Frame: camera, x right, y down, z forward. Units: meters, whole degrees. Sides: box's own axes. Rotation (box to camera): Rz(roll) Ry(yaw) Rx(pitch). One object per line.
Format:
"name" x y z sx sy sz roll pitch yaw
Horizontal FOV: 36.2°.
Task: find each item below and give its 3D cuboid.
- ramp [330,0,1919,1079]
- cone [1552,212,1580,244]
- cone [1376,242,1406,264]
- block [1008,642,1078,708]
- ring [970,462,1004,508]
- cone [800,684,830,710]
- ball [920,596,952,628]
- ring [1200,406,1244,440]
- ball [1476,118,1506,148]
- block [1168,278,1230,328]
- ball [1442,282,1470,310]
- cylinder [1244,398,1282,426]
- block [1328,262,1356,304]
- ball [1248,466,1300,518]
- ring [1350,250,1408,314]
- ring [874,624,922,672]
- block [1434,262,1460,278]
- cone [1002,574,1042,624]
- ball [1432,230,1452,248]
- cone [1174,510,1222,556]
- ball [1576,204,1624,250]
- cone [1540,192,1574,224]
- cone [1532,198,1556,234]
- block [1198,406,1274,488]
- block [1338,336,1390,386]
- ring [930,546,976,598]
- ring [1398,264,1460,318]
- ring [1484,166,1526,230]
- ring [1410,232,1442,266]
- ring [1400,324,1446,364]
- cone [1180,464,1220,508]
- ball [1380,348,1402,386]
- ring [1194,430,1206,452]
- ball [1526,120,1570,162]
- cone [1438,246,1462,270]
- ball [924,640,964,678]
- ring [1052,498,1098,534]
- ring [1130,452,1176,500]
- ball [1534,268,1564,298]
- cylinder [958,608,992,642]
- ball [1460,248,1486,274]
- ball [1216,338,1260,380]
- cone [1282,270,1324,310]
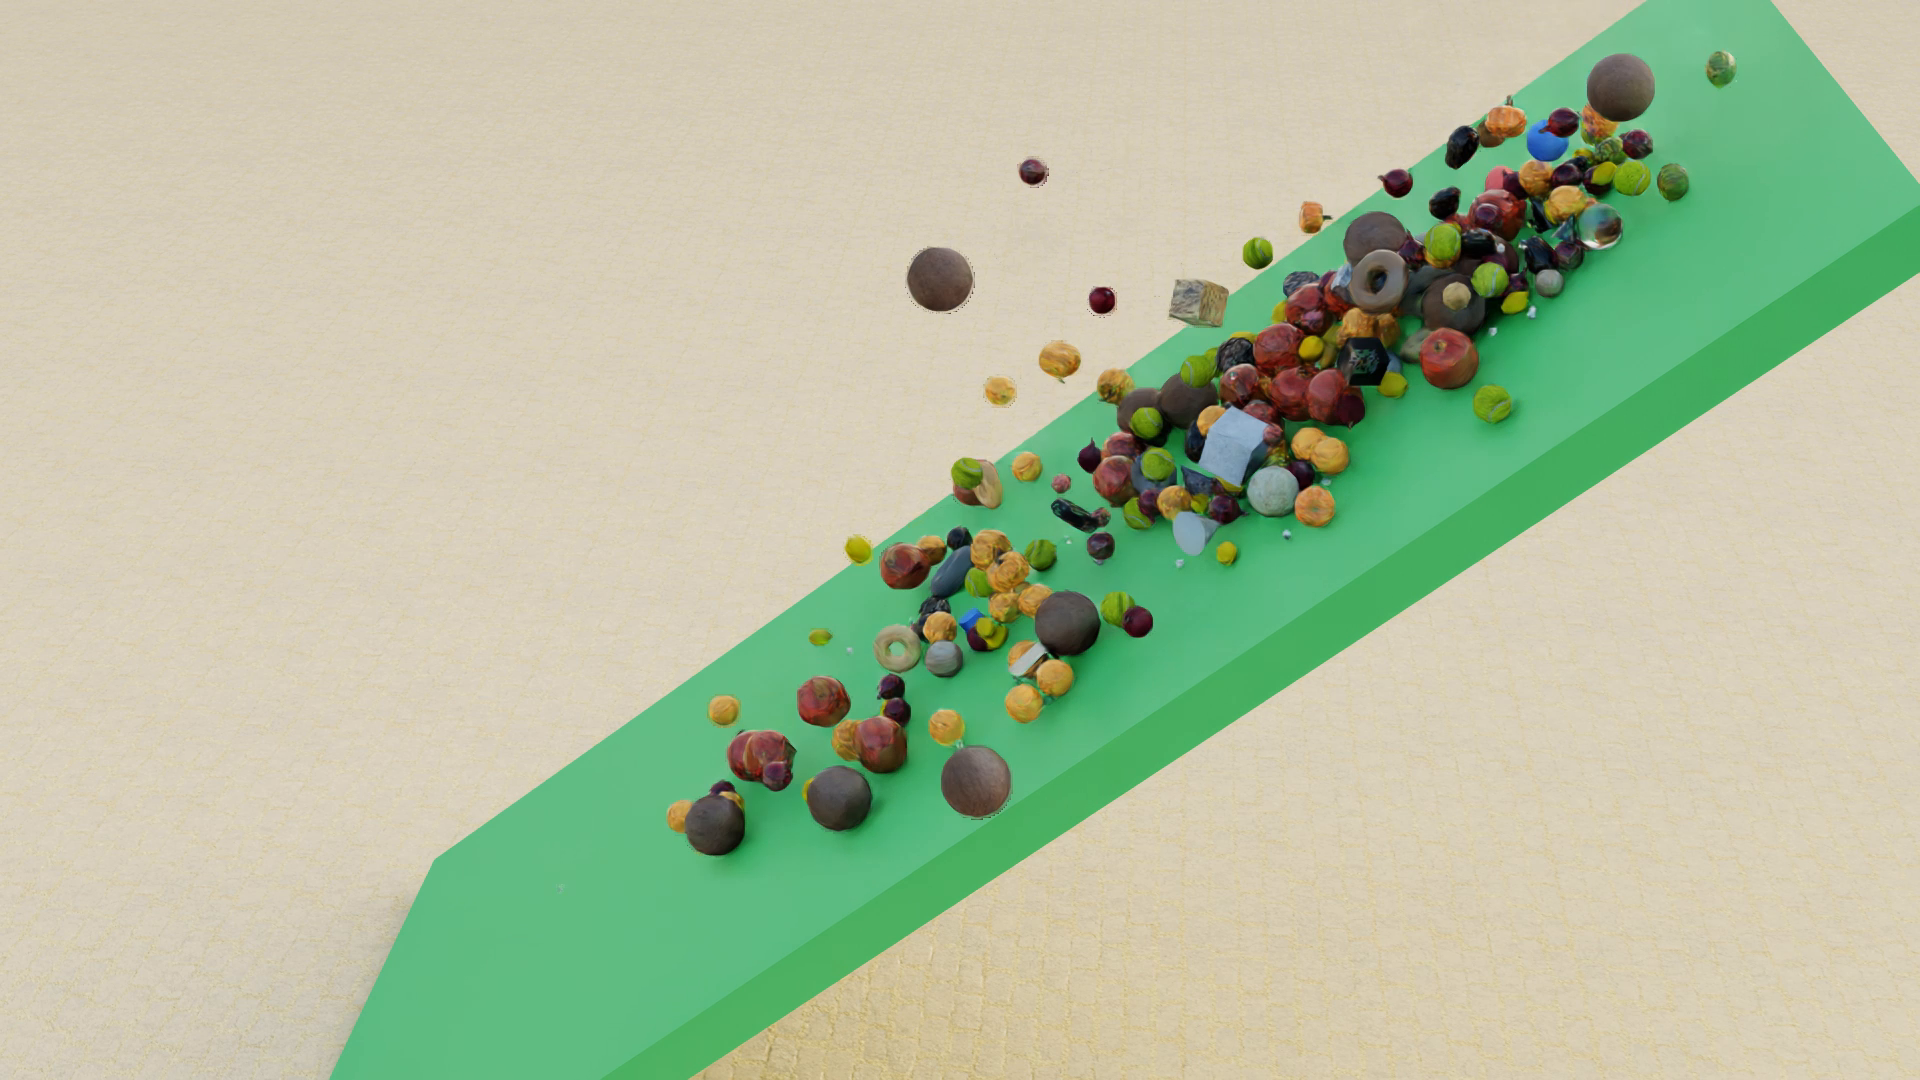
"ramp" 0.125 0.182 6.331 4.000 0.100 2.000 -35 16 17
"cone" 1.167 -0.601 5.627 0.058 0.058 0.058 14 9 -2
"cone" 0.857 -0.563 6.080 0.091 0.091 0.091 -18 6 -36
"block" 0.158 0.261 5.695 0.083 0.083 0.083 -42 16 -8
"ring" 0.060 -0.123 6.555 0.038 0.114 0.114 -22 30 -19
"cone" -0.320 0.357 6.640 0.059 0.059 0.059 2 22 29
"ball" -0.054 0.158 6.494 0.070 0.070 0.070 0 23 0
"ring" 0.558 -0.227 6.085 0.122 0.041 0.122 4 53 -5
"ball" 1.056 -0.809 5.852 0.059 0.059 0.059 0 23 0
"block" 0.494 -0.490 6.079 0.080 0.080 0.080 8 -6 45
"ball" 0.948 -0.465 5.620 0.054 0.054 0.054 0 23 0
"cylinder" 0.624 -0.260 6.054 0.059 0.059 0.059 12 10 26
"block" 0.789 -0.520 5.940 0.055 0.055 0.055 27 -15 -9
"ball" 0.599 -0.092 5.617 0.100 0.100 0.100 0 23 0
"ring" 0.812 -0.500 5.700 0.044 0.131 0.131 18 6 -44
"ring" -0.136 0.235 6.369 0.108 0.108 0.036 4 13 10
"block" 0.964 -0.527 6.003 0.067 0.067 0.067 33 -1 -12
"cone" 0.110 0.139 6.219 0.095 0.095 0.095 24 18 -8
"ball" 1.004 -0.620 6.191 0.066 0.066 0.066 0 23 0
"cone" 0.476 -0.023 5.701 0.089 0.089 0.089 -17 28 -38
"ball" 1.219 -0.597 5.598 0.088 0.088 0.088 0 23 0
"cone" 1.192 -0.677 5.869 0.065 0.065 0.065 -4 65 10
"cone" 1.172 -0.666 5.936 0.067 0.067 0.067 -37 16 12
"block" 0.542 -0.183 5.776 0.096 0.096 0.096 29 43 18
"block" 0.775 -0.343 5.652 0.067 0.067 0.067 -1 46 -18
"ring" -0.015 0.073 6.652 0.047 0.141 0.141 39 22 -10
"ring" 0.938 -0.499 5.903 0.136 0.136 0.045 -1 53 -2
"ring" 1.122 -0.704 6.049 0.045 0.135 0.135 -10 14 35
"ring" 0.943 -0.587 5.962 0.025 0.076 0.076 4 15 -44
"ring" 0.917 -0.388 5.821 0.105 0.035 0.105 -37 16 12
"cone" 0.476 -0.124 6.022 0.082 0.082 0.082 -37 16 12
"ball" 0.836 -0.342 5.807 0.074 0.074 0.074 0 23 0
"ring" 0.535 -0.223 6.256 0.090 0.030 0.090 -38 15 12
"ball" 1.173 -0.797 5.871 0.085 0.085 0.085 0 23 0
"cone" 1.026 -0.588 6.121 0.072 0.072 0.072 -4 21 17
"ball" -0.034 0.250 6.172 0.081 0.081 0.081 0 23 0
"ring" 0.240 -0.051 6.162 0.109 0.036 0.109 31 7 -4
"ring" 0.403 -0.134 6.117 0.104 0.104 0.035 12 20 26
"ball" 1.119 -0.488 5.587 0.056 0.056 0.056 0 23 0
"cylinder" 0.033 0.181 6.263 0.052 0.052 0.052 -37 16 12
"ball" 1.043 -0.567 5.985 0.054 0.054 0.054 0 23 0
"ball" 0.605 -0.395 6.422 0.095 0.095 0.095 0 23 0
"cone" 0.761 -0.536 6.546 0.091 0.091 0.091 -1 60 2
